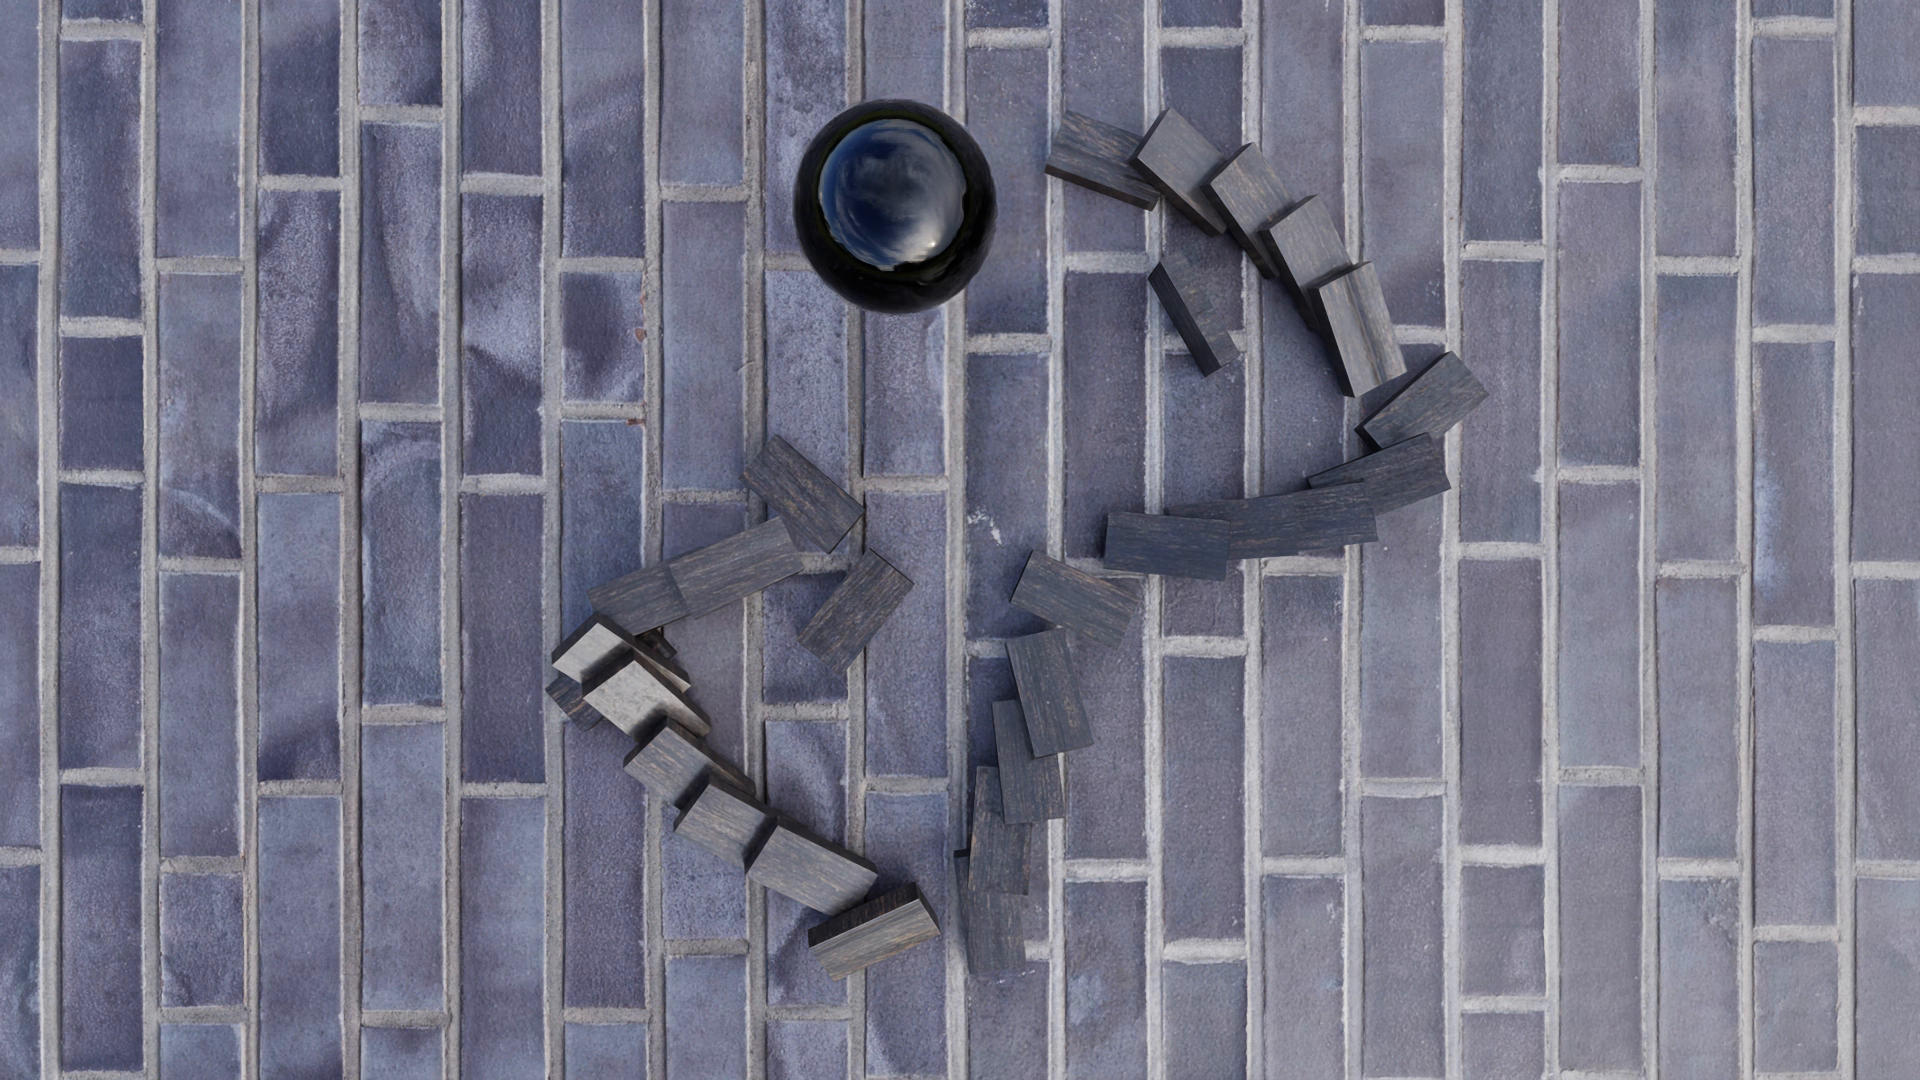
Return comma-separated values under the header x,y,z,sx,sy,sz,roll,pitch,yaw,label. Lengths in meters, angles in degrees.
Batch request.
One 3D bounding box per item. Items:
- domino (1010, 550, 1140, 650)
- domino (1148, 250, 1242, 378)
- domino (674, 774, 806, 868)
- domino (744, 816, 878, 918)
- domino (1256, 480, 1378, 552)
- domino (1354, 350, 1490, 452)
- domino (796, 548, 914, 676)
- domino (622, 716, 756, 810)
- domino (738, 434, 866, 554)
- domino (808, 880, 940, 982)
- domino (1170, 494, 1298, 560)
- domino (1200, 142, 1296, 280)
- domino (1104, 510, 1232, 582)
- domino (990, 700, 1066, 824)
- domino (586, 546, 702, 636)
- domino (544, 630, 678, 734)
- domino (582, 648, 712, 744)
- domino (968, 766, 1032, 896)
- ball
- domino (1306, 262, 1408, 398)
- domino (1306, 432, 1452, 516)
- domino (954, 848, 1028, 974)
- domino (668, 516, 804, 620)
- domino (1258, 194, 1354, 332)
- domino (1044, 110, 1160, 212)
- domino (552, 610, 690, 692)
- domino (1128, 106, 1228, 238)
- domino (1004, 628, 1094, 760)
x,y,z,sx,sy,sz,roll,pitch,yaw,label
0.049,0.026,0.395,0.050,0.009,0.025,24,90,0,domino
0.098,-0.095,0.388,0.010,0.025,0.050,-30,90,0,domino
-0.092,0.122,0.387,0.050,0.009,0.025,36,90,-20,domino
-0.063,0.140,0.388,0.050,0.009,0.025,33,90,-18,domino
0.148,-0.009,0.388,0.050,0.009,0.025,-8,91,18,domino
0.199,-0.055,0.395,0.050,0.010,0.025,-41,90,0,domino
-0.045,0.031,0.395,0.025,0.009,0.050,39,90,0,domino
-0.113,0.099,0.386,0.025,0.009,0.050,-44,113,0,domino
-0.068,-0.020,0.395,0.050,0.009,0.025,40,90,0,domino
-0.036,0.167,0.390,0.050,0.010,0.025,-24,120,0,domino
0.116,-0.004,0.388,0.050,0.010,0.025,-5,90,18,domino
0.127,-0.139,0.388,0.025,0.010,0.050,-44,108,0,domino
0.087,0.002,0.387,0.050,0.010,0.025,6,93,18,domino
0.028,0.093,0.388,0.025,0.009,0.050,-5,73,-3,domino
-0.128,0.024,0.389,0.050,0.009,0.025,-23,87,-14,domino
-0.150,0.056,0.395,0.050,0.009,0.025,-42,90,0,domino
-0.129,0.070,0.381,0.025,0.009,0.050,-37,126,-3,domino
0.018,0.123,0.388,0.025,0.010,0.050,5,73,0,domino
-0.025,-0.130,0.360,0.080,0.080,0.080,0,90,0,ball
0.168,-0.089,0.388,0.025,0.010,0.050,-27,108,-1,domino
0.177,-0.024,0.388,0.050,0.010,0.025,-22,90,17,domino
0.013,0.159,0.395,0.025,0.010,0.050,-8,90,0,domino
-0.094,0.012,0.388,0.050,0.009,0.025,-25,88,-16,domino
0.150,-0.116,0.388,0.025,0.010,0.050,-36,108,0,domino
0.065,-0.163,0.395,0.050,0.009,0.025,20,90,0,domino
-0.139,0.054,0.379,0.025,0.009,0.050,-43,126,1,domino
0.098,-0.155,0.388,0.050,0.009,0.025,34,90,-18,domino
0.037,0.064,0.387,0.025,0.010,0.050,-12,72,-5,domino
